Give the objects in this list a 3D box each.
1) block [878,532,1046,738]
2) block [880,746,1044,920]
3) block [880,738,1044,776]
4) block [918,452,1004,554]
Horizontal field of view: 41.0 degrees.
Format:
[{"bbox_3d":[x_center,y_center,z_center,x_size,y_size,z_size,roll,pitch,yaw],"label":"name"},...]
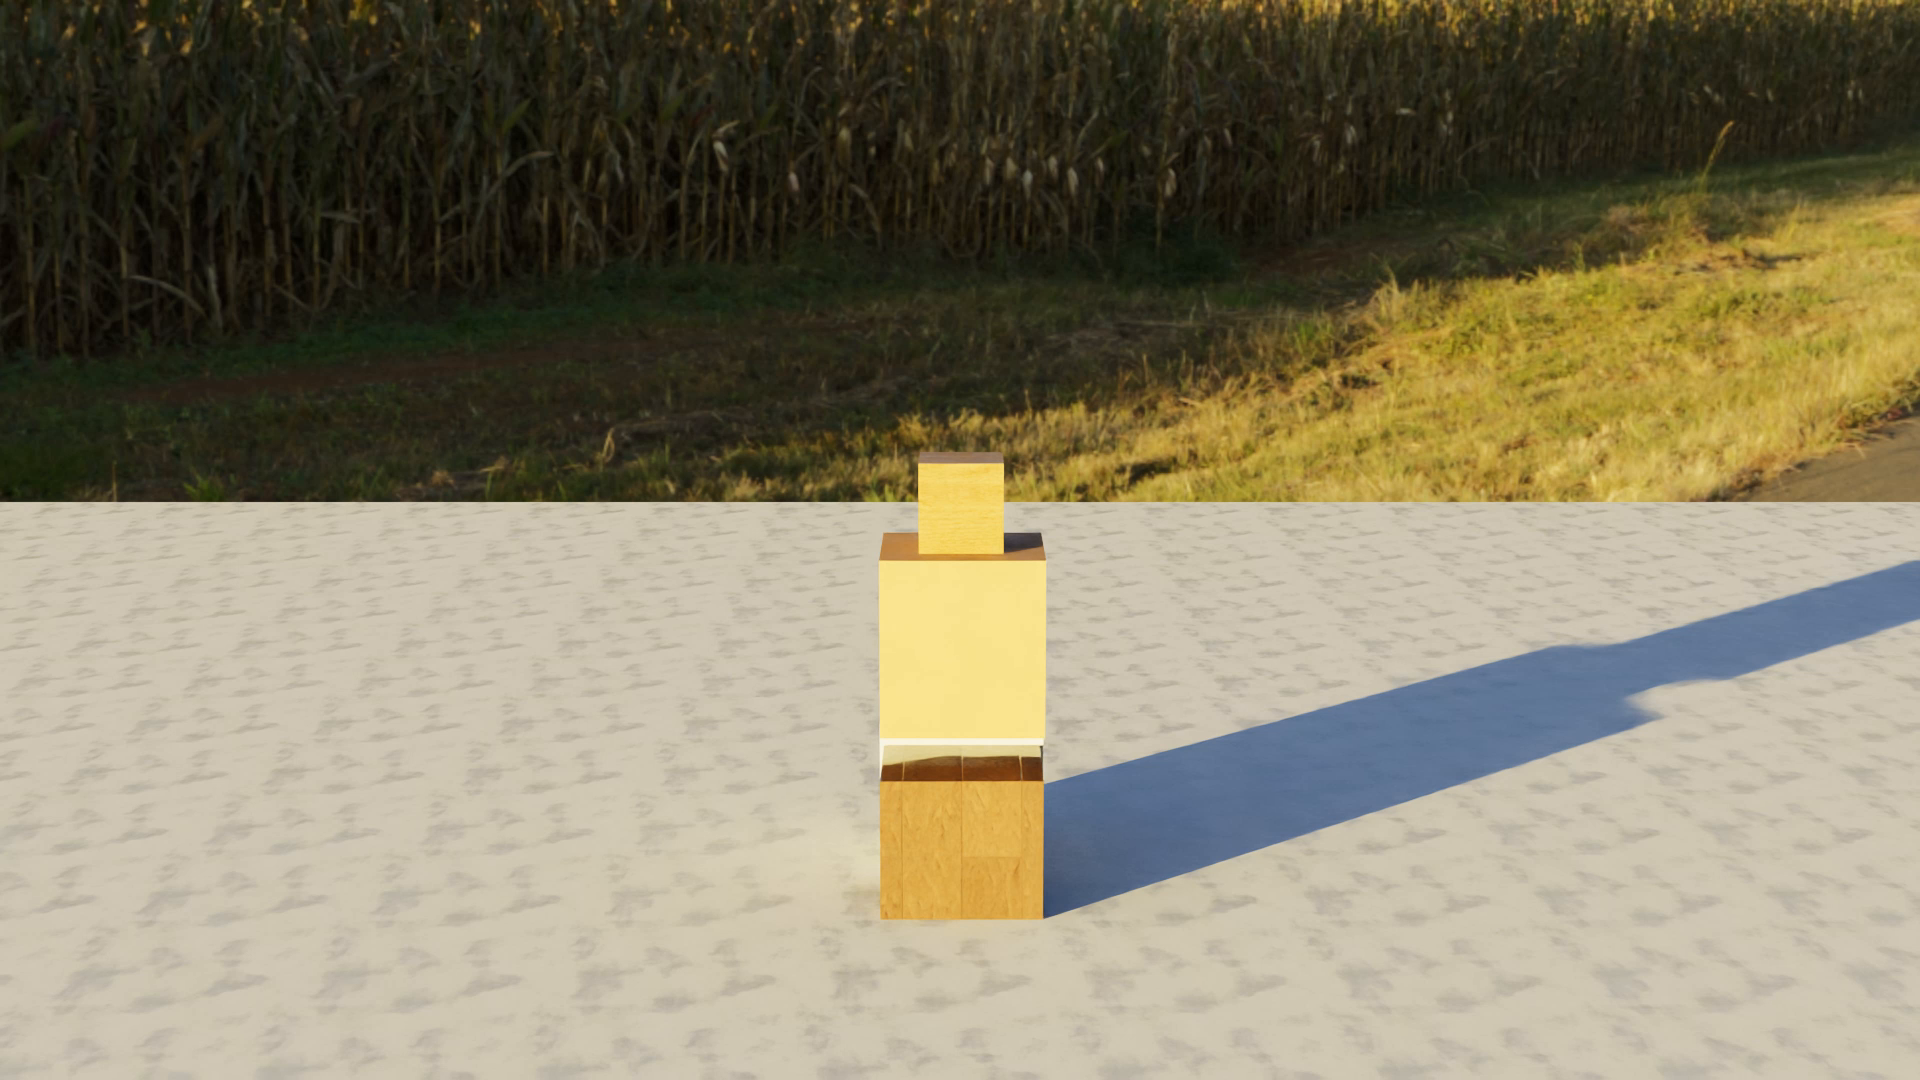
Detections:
[{"bbox_3d":[0.011,0.408,11.255,0.707,0.774,0.684,0,10,0],"label":"block"},{"bbox_3d":[0.007,1.248,11.023,0.682,0.600,0.587,0,10,0],"label":"block"},{"bbox_3d":[0.007,1.079,11.680,0.718,0.698,0.745,0,10,0],"label":"block"},{"bbox_3d":[0.005,-0.165,11.150,0.364,0.390,0.345,0,10,0],"label":"block"}]
